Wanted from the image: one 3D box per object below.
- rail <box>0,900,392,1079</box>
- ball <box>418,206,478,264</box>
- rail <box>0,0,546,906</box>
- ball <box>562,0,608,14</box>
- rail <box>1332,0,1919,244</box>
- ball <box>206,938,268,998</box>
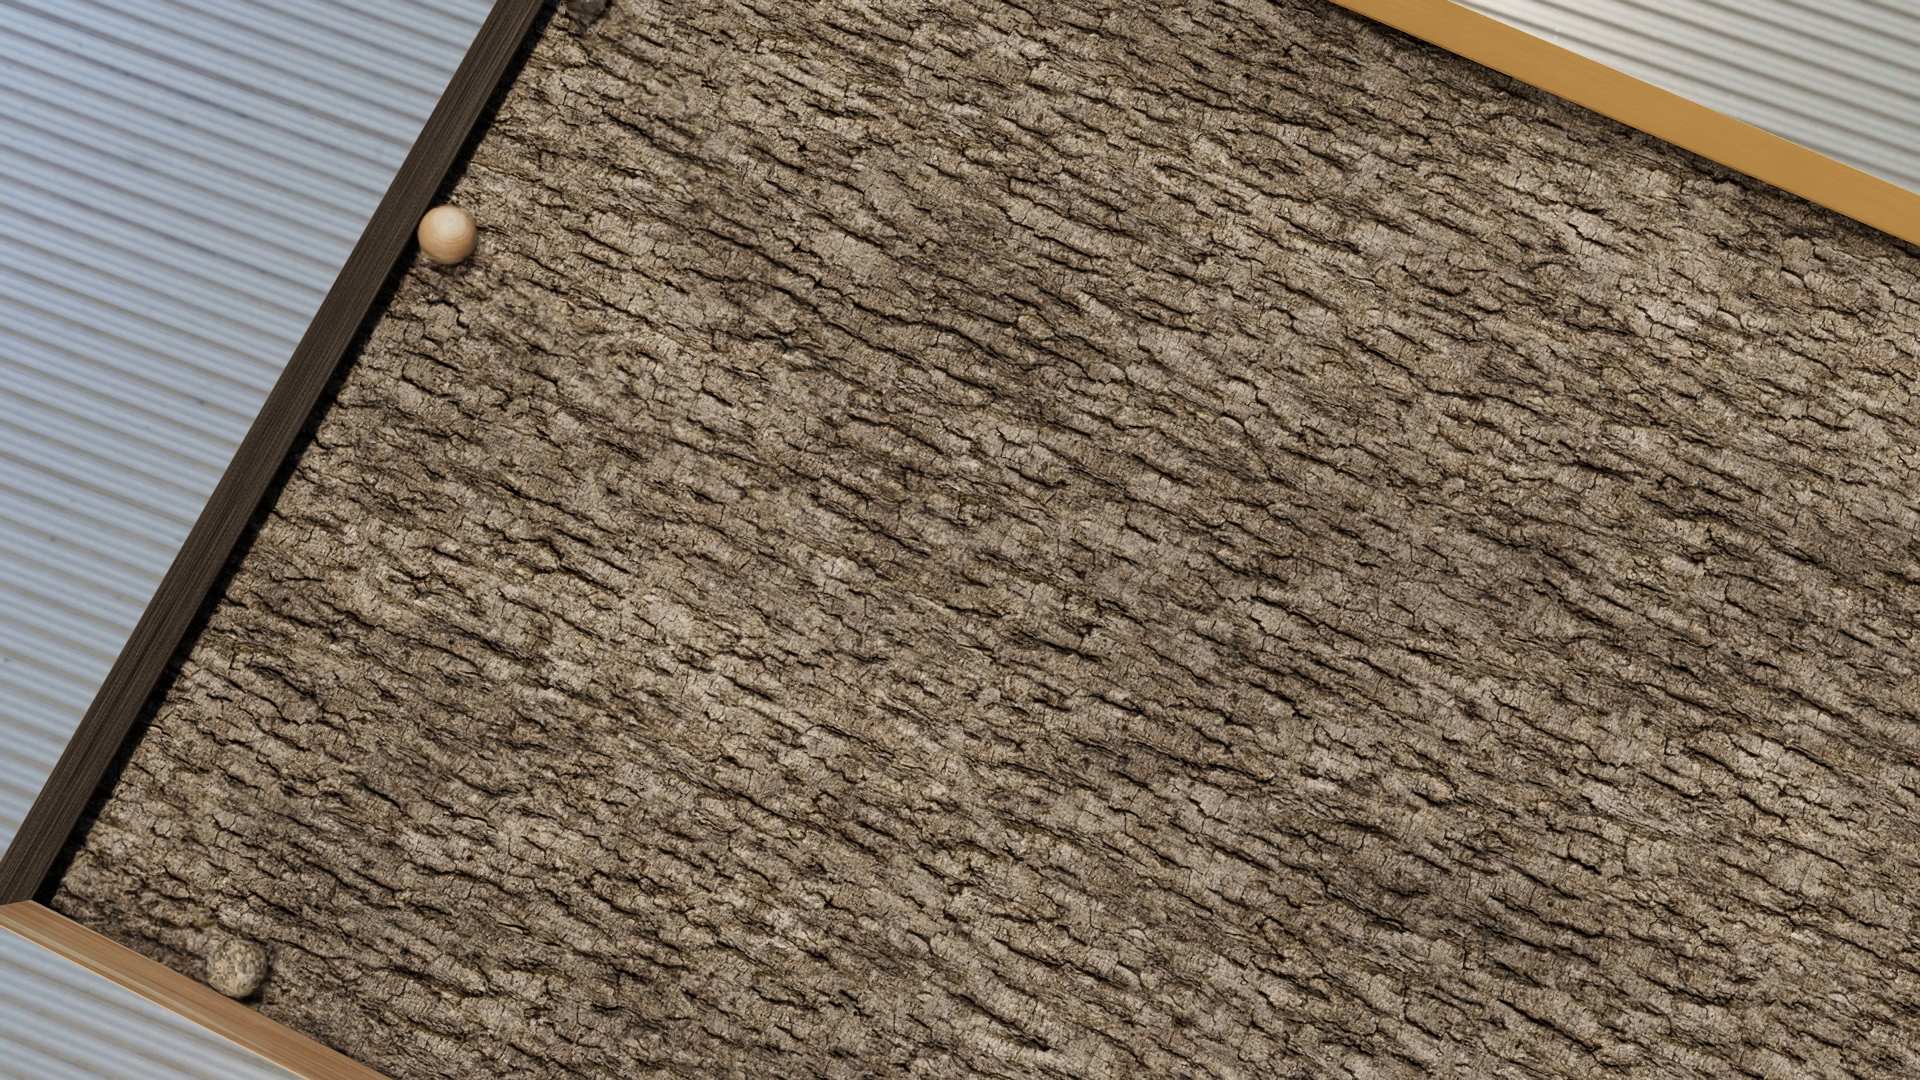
[{"bbox_3d":[0.472,1.367,2.958,4.119,0.119,0.045,24,77,6],"label":"rail"},{"bbox_3d":[-0.806,-0.479,3.458,0.092,0.092,0.092,0,75,0],"label":"ball"},{"bbox_3d":[-0.911,-0.419,3.426,0.045,0.119,2.217,24,77,6],"label":"rail"},{"bbox_3d":[-0.610,-0.897,3.571,0.083,0.083,0.083,0,75,0],"label":"ball"},{"bbox_3d":[1.393,-0.534,3.457,4.119,0.119,0.045,24,77,6],"label":"rail"},{"bbox_3d":[-1.043,0.618,3.174,0.084,0.084,0.084,0,75,0],"label":"ball"}]
